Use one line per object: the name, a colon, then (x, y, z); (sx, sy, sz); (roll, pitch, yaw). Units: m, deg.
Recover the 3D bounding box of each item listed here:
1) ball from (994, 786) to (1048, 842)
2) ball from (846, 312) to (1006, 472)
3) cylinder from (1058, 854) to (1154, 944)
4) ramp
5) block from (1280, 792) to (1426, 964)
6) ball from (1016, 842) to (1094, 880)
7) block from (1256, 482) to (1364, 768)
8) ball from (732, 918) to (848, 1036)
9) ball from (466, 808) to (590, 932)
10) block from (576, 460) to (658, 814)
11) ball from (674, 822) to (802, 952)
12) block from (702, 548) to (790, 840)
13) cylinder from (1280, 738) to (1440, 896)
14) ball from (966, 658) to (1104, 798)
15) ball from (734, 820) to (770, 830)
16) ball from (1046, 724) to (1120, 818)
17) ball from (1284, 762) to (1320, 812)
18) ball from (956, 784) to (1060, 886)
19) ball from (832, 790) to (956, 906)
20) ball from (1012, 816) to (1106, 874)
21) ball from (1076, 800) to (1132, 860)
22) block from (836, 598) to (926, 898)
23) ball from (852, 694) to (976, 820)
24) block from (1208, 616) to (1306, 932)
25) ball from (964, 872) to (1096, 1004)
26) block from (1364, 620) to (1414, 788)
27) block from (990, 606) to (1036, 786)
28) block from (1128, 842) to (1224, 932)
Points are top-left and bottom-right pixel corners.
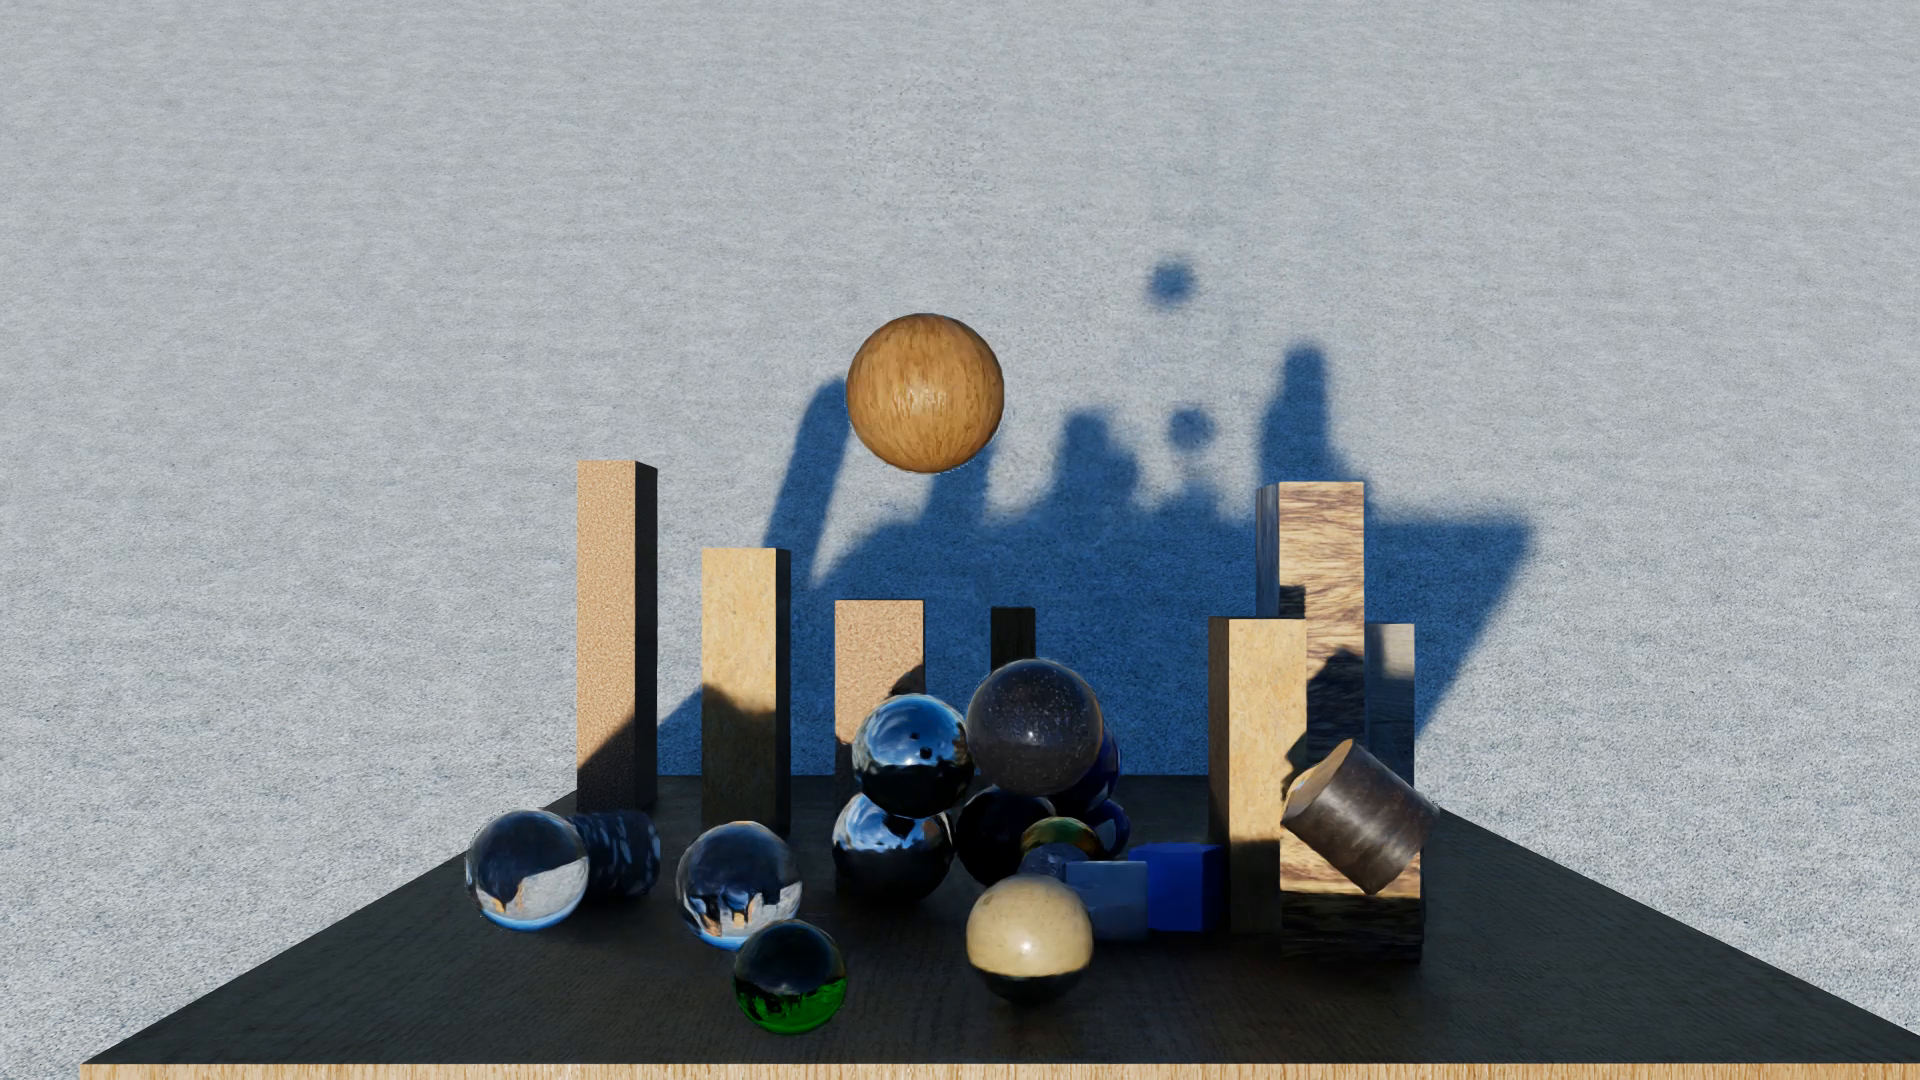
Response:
ball: (0.145, 0.502, 4.921); (0.164, 0.164, 0.164); (0, 32, 0)
ball: (-0.043, -0.184, 3.245); (0.200, 0.200, 0.200); (0, 32, 0)
cylinder: (0.205, 0.507, 3.635); (0.114, 0.114, 0.114); (-12, 33, 2)
ramp: (0.072, 0.631, 4.729); (2.000, 0.100, 4.000); (0, -1, 0)
block: (0.536, 0.456, 3.522); (0.182, 0.182, 0.182); (0, 10, 12)
ball: (0.142, 0.505, 3.804); (0.124, 0.124, 0.124); (0, 32, 0)
block: (0.574, 0.242, 4.272); (0.134, 0.664, 0.326); (0, -1, 0)
ball: (-0.190, 0.490, 2.904); (0.130, 0.130, 0.130); (0, 32, 0)
ball: (-0.625, 0.478, 3.751); (0.178, 0.178, 0.178); (0, 32, 0)
block: (-0.771, 0.213, 5.855); (0.126, 0.768, 0.423); (0, -1, 0)
ball: (-0.304, 0.476, 3.554); (0.177, 0.177, 0.177); (0, 32, 0)
block: (-0.410, 0.302, 5.018); (0.136, 0.567, 0.441); (0, -1, 0)
cylinder: (0.515, 0.356, 3.336); (0.144, 0.144, 0.144); (39, 39, 0)
ball: (0.099, 0.248, 3.423); (0.184, 0.184, 0.184); (0, 32, 0)
ball: (-0.340, 0.506, 4.071); (0.131, 0.131, 0.131); (0, 32, 0)
ball: (0.186, 0.396, 4.614); (0.199, 0.199, 0.199); (0, 32, 0)
ball: (0.534, 0.385, 3.681); (0.147, 0.147, 0.147); (0, 32, 0)
ball: (0.081, 0.485, 4.241); (0.178, 0.178, 0.178); (0, 32, 0)
ball: (-0.104, 0.474, 4.055); (0.195, 0.195, 0.195); (0, 32, 0)
ball: (0.153, 0.497, 3.979); (0.146, 0.146, 0.146); (0, 32, 0)
ball: (0.254, 0.524, 4.700); (0.113, 0.113, 0.113); (0, 32, 0)
block: (-0.130, 0.337, 4.293); (0.141, 0.476, 0.280); (0, -1, 0)
ball: (-0.069, 0.323, 3.869); (0.187, 0.187, 0.187); (0, 32, 0)
block: (0.445, 0.343, 3.904); (0.111, 0.452, 0.314); (0, -1, 0)
ball: (0.084, 0.479, 3.120); (0.157, 0.157, 0.157); (0, 32, 0)
block: (0.858, 0.380, 5.356); (0.090, 0.420, 0.417); (0, -1, 0)
block: (0.122, 0.378, 6.039); (0.097, 0.443, 0.400); (0, -1, 0)
block: (0.316, 0.505, 3.781); (0.112, 0.112, 0.112); (-1, 0, 22)
